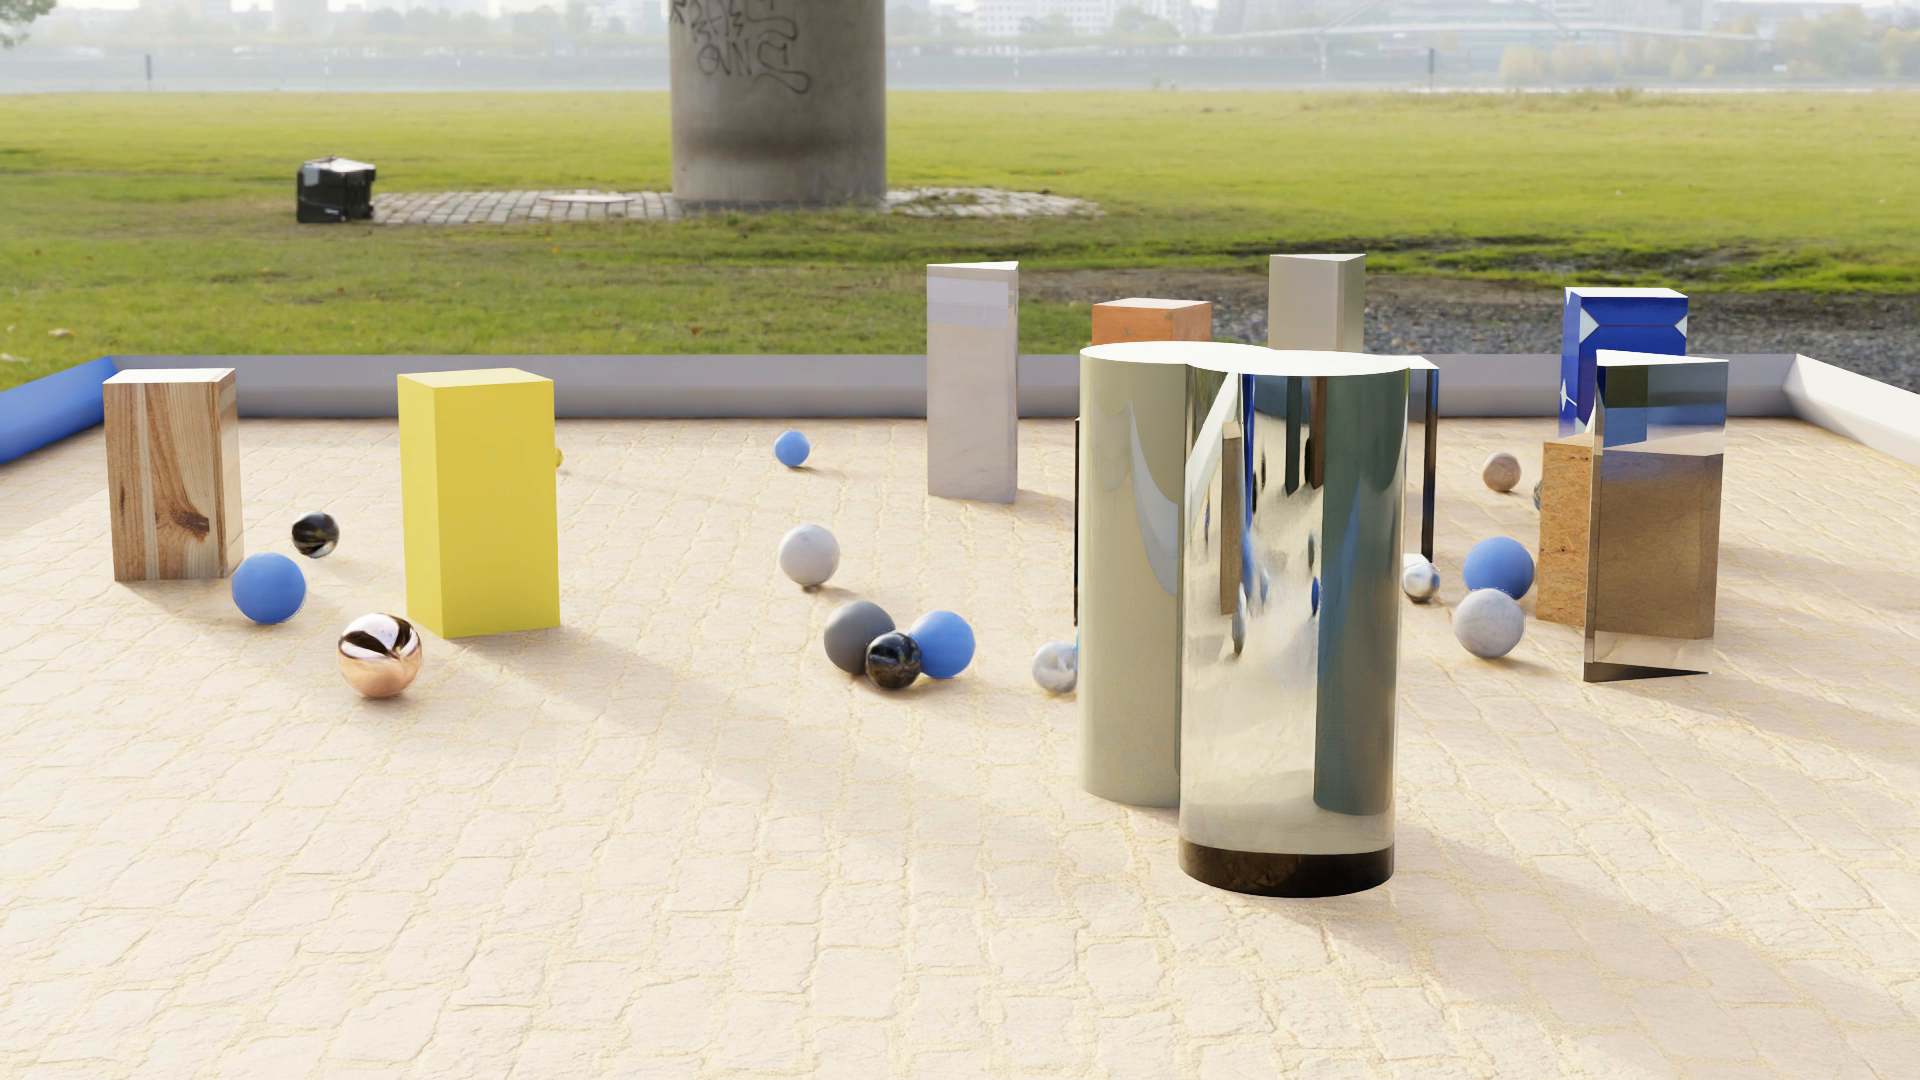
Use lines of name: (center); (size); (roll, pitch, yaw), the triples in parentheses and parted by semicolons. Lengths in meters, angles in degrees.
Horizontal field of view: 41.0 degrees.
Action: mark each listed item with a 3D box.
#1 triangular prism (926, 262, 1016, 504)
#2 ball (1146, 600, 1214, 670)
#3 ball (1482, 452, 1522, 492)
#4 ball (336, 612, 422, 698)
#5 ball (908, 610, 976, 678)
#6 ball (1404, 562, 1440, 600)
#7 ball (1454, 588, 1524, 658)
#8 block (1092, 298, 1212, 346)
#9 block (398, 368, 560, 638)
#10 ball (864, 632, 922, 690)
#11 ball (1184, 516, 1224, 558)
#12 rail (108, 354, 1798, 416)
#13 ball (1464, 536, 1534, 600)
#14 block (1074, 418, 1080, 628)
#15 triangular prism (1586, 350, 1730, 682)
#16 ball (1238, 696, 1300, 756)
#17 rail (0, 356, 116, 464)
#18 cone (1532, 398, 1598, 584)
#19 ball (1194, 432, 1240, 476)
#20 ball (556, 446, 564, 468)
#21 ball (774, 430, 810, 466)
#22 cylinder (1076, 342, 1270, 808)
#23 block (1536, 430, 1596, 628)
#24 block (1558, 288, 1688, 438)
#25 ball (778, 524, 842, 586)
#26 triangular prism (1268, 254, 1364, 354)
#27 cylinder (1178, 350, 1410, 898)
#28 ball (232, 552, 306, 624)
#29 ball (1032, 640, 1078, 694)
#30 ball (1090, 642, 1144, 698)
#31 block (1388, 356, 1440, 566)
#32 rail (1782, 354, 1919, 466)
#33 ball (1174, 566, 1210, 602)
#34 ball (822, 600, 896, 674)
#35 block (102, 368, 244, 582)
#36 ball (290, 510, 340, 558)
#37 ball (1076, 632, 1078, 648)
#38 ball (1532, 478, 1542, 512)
triangular prism: (0.056, -0.274, 4.388); (0.172, 0.393, 0.149); (7, 13, 33)
ball: (0.265, 0.115, 3.127); (0.087, 0.087, 0.087); (0, 10, 0)
ball: (0.936, -0.117, 4.434); (0.068, 0.068, 0.068); (0, 10, 0)
ball: (-0.677, 0.134, 2.993); (0.099, 0.099, 0.099); (0, 10, 0)
ball: (-0.023, 0.125, 3.084); (0.083, 0.083, 0.083); (0, 10, 0)
ball: (0.634, 0.058, 3.532); (0.053, 0.053, 0.053); (0, 10, 0)
ball: (0.657, 0.104, 3.187); (0.087, 0.087, 0.087); (0, 10, 0)
block: (0.344, -0.272, 4.614); (0.159, 0.307, 0.159); (6, 12, 30)
block: (-0.633, -0.052, 3.376); (0.159, 0.325, 0.159); (-6, 12, -28)
ball: (-0.078, 0.142, 3.028); (0.069, 0.069, 0.069); (0, 10, 0)
ball: (0.365, -0.004, 3.844); (0.061, 0.061, 0.061); (0, 10, 0)
rail: (-0.011, -0.320, 5.355); (3.536, 0.129, 0.045); (0, 10, 0)
ball: (0.736, 0.042, 3.501); (0.094, 0.094, 0.094); (0, 10, 0)
block: (0.248, -0.030, 3.395); (0.159, 0.275, 0.159); (3, 11, 17)
triangular prism: (0.811, -0.034, 3.128); (0.172, 0.380, 0.149); (-3, 11, -17)
ball: (0.329, 0.199, 2.735); (0.065, 0.065, 0.065); (0, 10, 0)
rail: (-1.744, 0.035, 3.439); (0.045, 0.129, 3.926); (0, 10, 0)
cone: (0.916, -0.099, 3.633); (0.198, 0.323, 0.198); (0, 10, 0)
ball: (0.459, -0.154, 4.595); (0.082, 0.082, 0.082); (0, 10, 0)
ball: (-0.746, -0.151, 4.680); (0.044, 0.044, 0.044); (0, 10, 0)
ball: (-0.309, -0.168, 4.711); (0.066, 0.066, 0.066); (0, 10, 0)
cylinder: (0.219, 0.030, 2.604); (0.198, 0.444, 0.198); (0, 10, 0)
block: (0.879, -0.013, 3.401); (0.159, 0.239, 0.159); (9, 14, 41)
block: (1.024, -0.193, 3.983); (0.159, 0.382, 0.159); (1, 11, 4)
ball: (-0.213, 0.021, 3.628); (0.089, 0.089, 0.089); (0, 10, 0)
triangular prism: (0.654, -0.299, 4.506); (0.149, 0.399, 0.172); (-8, 13, -38)
cylinder: (0.301, 0.071, 2.328); (0.198, 0.465, 0.198); (0, 10, 0)
ball: (-0.913, 0.063, 3.389); (0.095, 0.095, 0.095); (0, 10, 0)
ball: (0.115, 0.149, 3.009); (0.063, 0.063, 0.063); (0, 10, 0)
ball: (0.183, 0.151, 2.993); (0.064, 0.064, 0.064); (0, 10, 0)
block: (0.616, -0.120, 3.829); (0.159, 0.293, 0.159); (0, 10, 0)
rail: (1.744, 0.031, 3.459); (0.045, 0.129, 3.926); (0, 10, 0)
ball: (0.320, 0.060, 3.528); (0.050, 0.050, 0.050); (0, 10, 0)
ball: (-0.121, 0.118, 3.104); (0.090, 0.090, 0.090); (0, 10, 0)
block: (-1.141, -0.097, 3.731); (0.159, 0.285, 0.159); (-1, 11, -7)
ball: (-0.964, -0.009, 3.837); (0.072, 0.072, 0.072); (0, 10, 0)
ball: (0.185, 0.123, 3.067); (0.093, 0.093, 0.093); (0, 10, 0)
ball: (0.969, -0.072, 4.179); (0.072, 0.072, 0.072); (0, 10, 0)
